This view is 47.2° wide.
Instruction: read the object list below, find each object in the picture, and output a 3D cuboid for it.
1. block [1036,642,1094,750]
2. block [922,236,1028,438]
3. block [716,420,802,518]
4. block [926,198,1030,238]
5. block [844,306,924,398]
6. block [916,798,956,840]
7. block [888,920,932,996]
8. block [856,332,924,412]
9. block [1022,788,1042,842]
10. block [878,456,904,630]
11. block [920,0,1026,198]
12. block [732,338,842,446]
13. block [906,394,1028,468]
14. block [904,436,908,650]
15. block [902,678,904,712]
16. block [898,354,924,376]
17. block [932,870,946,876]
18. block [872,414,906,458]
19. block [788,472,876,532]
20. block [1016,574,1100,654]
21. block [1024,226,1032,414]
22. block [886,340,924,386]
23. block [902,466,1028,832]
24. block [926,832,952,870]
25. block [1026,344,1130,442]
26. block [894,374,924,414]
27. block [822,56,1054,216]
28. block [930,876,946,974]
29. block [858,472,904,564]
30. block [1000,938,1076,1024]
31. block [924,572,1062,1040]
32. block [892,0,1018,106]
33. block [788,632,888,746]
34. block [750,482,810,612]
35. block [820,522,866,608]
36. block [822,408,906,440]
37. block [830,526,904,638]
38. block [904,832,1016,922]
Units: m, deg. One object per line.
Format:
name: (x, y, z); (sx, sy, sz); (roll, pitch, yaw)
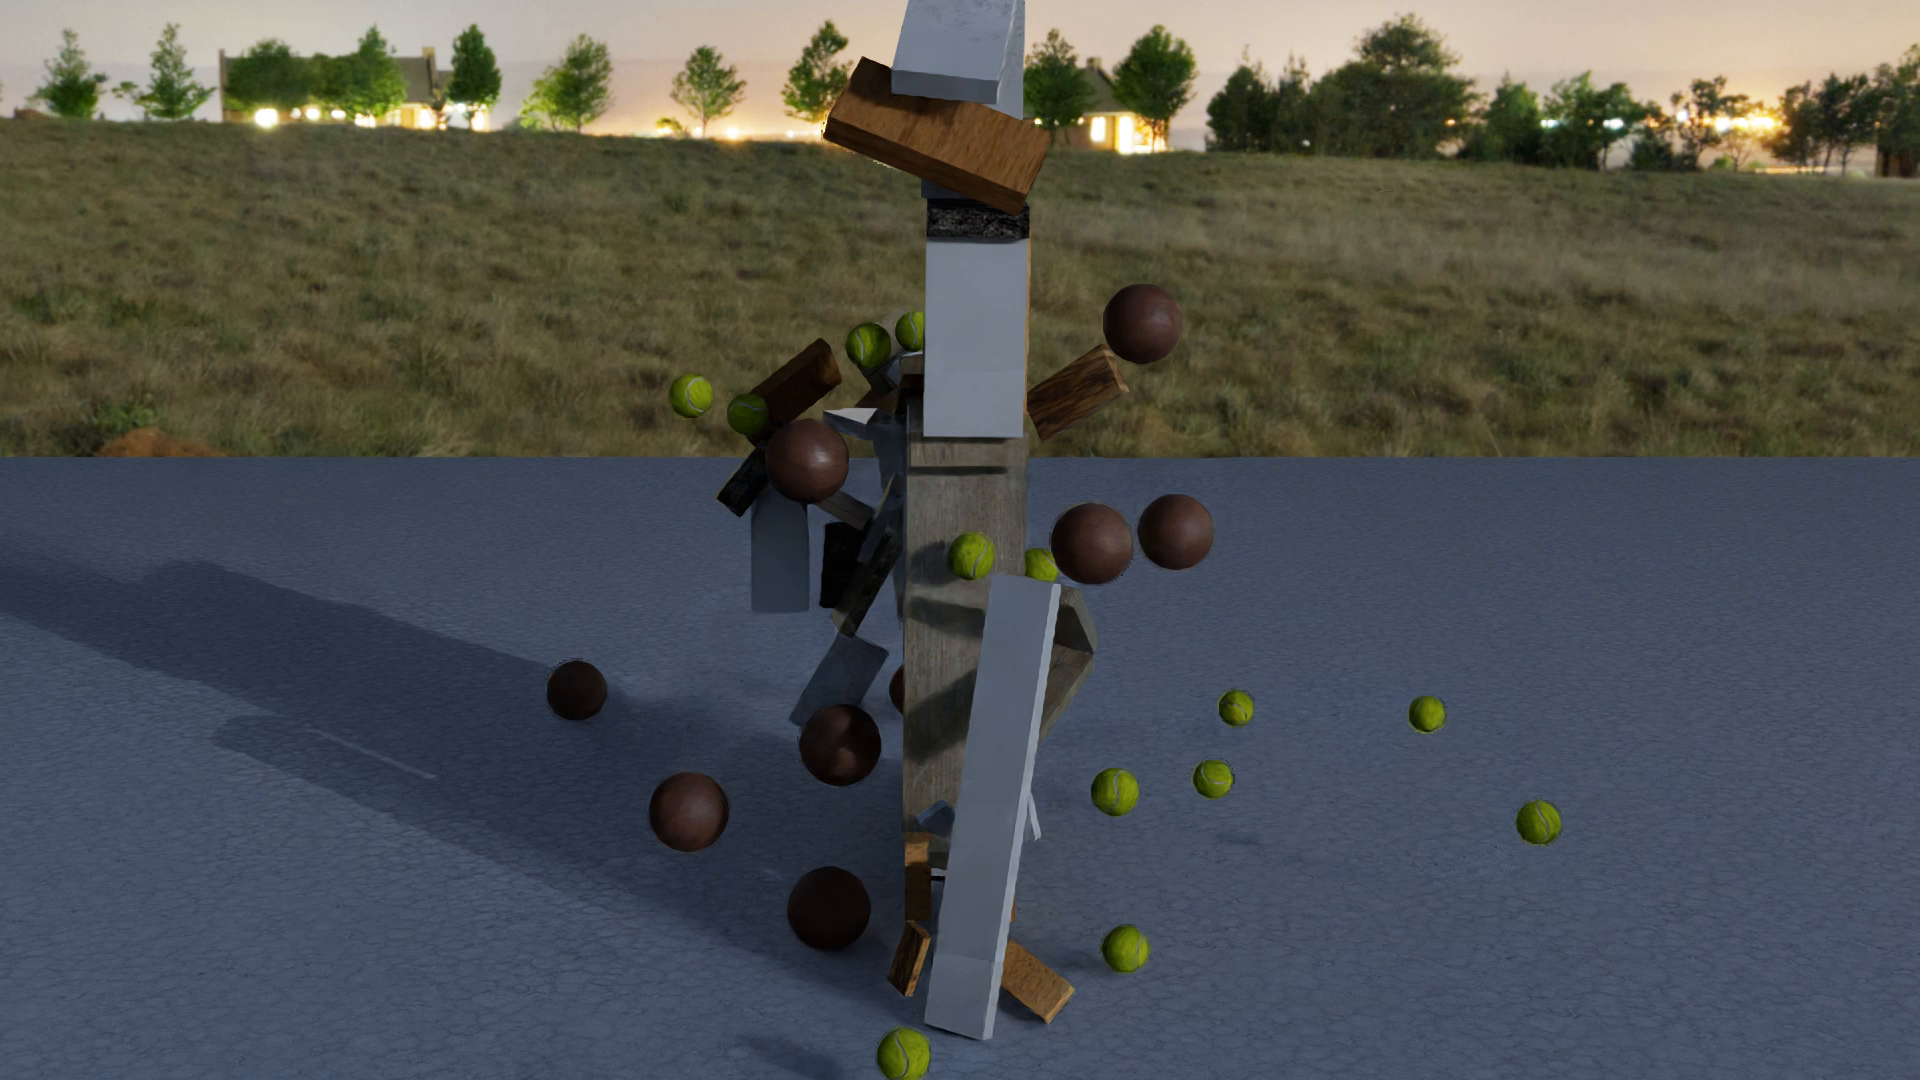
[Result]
block: (0.111, 0.223, 3.229); (0.097, 0.028, 0.194); (17, 42, 22)
block: (0.021, -0.298, 3.209); (0.146, 0.292, 0.041); (0, 13, -3)
block: (-0.336, -0.120, 3.677); (0.024, 0.167, 0.084); (39, -2, -27)
block: (0.024, -0.485, 3.272); (0.146, 0.041, 0.292); (1, 13, -1)
block: (-0.124, -0.342, 3.968); (0.031, 0.110, 0.221); (-31, 8, 29)
block: (-0.024, 0.412, 3.243); (0.013, 0.047, 0.095); (57, 7, 32)
block: (-0.072, 0.593, 3.116); (0.013, 0.095, 0.047); (7, 17, -38)
block: (-0.084, -0.298, 4.201); (0.110, 0.221, 0.031); (42, -7, 3)
block: (0.072, 0.369, 3.137); (0.063, 0.125, 0.018); (-14, -4, 30)
block: (-0.045, -0.005, 3.802); (0.153, 0.306, 0.043); (-5, 11, 7)
block: (0.019, -0.663, 3.283); (0.149, 0.299, 0.042); (1, 12, -2)
block: (-0.294, -0.252, 3.774); (0.195, 0.098, 0.028); (-39, 57, -14)
block: (0.006, -0.174, 3.437); (0.180, 0.051, 0.360); (0, 13, -2)
block: (-0.001, 0.011, 3.559); (0.180, 0.360, 0.051); (0, 1, -1)
block: (-0.001, 0.213, 3.608); (0.178, 0.050, 0.356); (0, 11, 0)
block: (-0.013, -0.283, 3.596); (0.114, 0.032, 0.229); (2, 2, -18)
block: (0.001, 0.560, 3.350); (0.088, 0.175, 0.025); (0, 11, 1)
block: (-0.052, -0.198, 3.867); (0.153, 0.043, 0.306); (-4, 11, 8)
block: (-0.212, -0.065, 3.682); (0.143, 0.020, 0.072); (29, 19, 7)
block: (0.141, 0.110, 3.230); (0.097, 0.028, 0.194); (13, -20, 18)
block: (0.031, -0.341, 3.394); (0.146, 0.292, 0.041); (0, 16, -6)
block: (-0.020, -0.321, 3.964); (0.114, 0.032, 0.371); (44, 28, 0)
block: (0.007, 0.162, 3.356); (0.180, 0.567, 0.051); (1, 3, 2)
block: (-0.002, 0.462, 3.277); (0.088, 0.025, 0.175); (0, 2, 2)
block: (0.182, -0.231, 3.482); (0.167, 0.084, 0.024); (-32, -16, 32)
block: (-0.061, -0.241, 3.665); (0.084, 0.024, 0.167); (2, -11, -5)
block: (-0.029, -0.577, 3.139); (0.299, 0.042, 0.149); (22, 49, 1)
block: (0.001, 0.581, 3.235); (0.088, 0.175, 0.025); (0, 11, 0)
block: (-0.130, -0.035, 3.627); (0.020, 0.143, 0.072); (22, 33, -7)
block: (0.100, 0.635, 3.168); (0.125, 0.063, 0.018); (32, -13, 37)
block: (0.045, 0.372, 3.085); (0.097, 0.645, 0.028); (10, 3, 30)
block: (-0.001, -0.744, 3.154); (0.149, 0.042, 0.299); (7, 51, 4)
block: (-0.207, 0.249, 3.759); (0.092, 0.184, 0.026); (29, 6, -7)
block: (-0.306, 0.012, 3.736); (0.098, 0.219, 0.028); (-1, -3, 0)
block: (-0.198, 0.042, 3.733); (0.072, 0.143, 0.020); (-4, 14, -40)
block: (-0.152, -0.196, 3.696); (0.098, 0.028, 0.195); (-4, 11, -23)
block: (-0.155, 0.067, 3.680); (0.026, 0.184, 0.092); (27, 6, -18)
block: (0.000, 0.434, 3.534); (0.178, 0.356, 0.050); (0, 11, 2)
